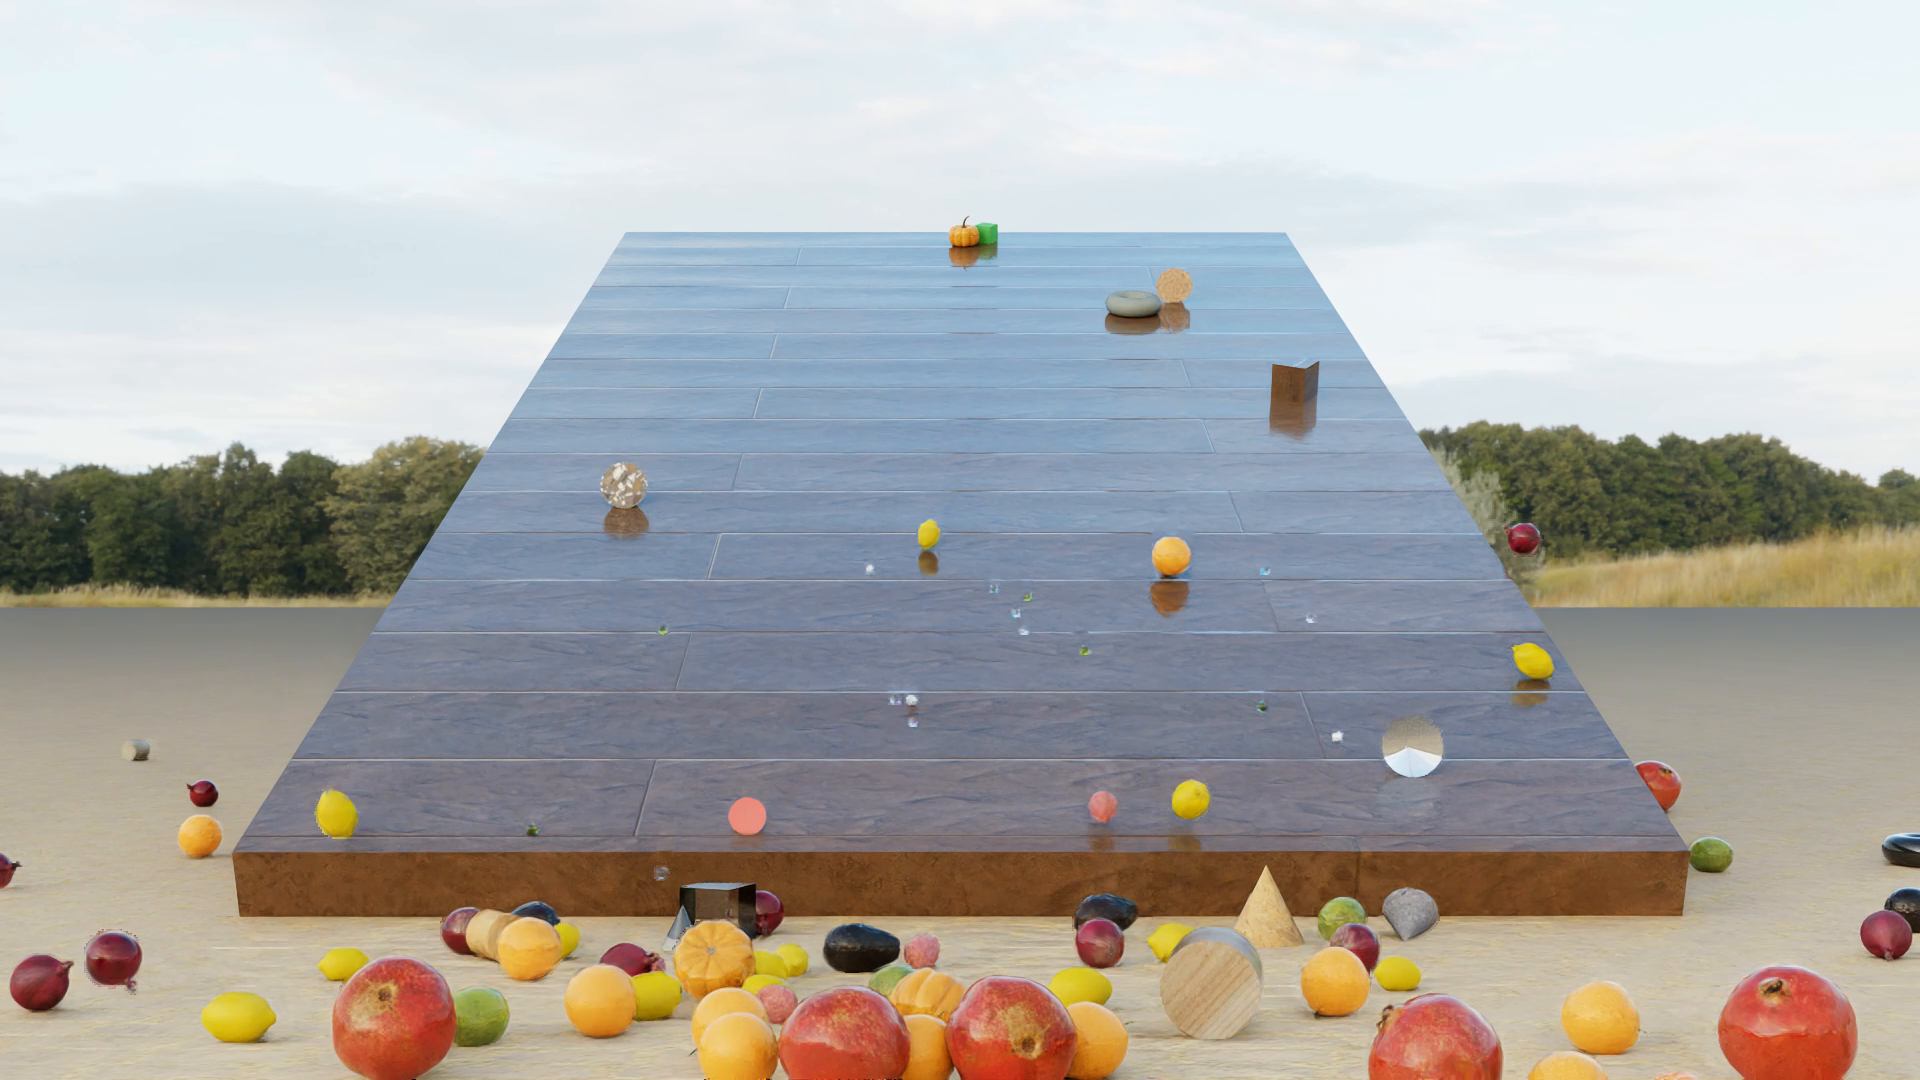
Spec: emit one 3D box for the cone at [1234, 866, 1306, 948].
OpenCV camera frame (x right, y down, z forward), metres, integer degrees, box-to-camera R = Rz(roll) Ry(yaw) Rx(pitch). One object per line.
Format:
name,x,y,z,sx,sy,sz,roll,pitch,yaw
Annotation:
cone,0.393,0.466,2.906,0.099,0.099,0.099,0,-2,0

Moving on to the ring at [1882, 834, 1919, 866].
ring,1.604,0.515,3.755,0.143,0.048,0.143,1,-2,0

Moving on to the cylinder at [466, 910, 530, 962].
cylinder,-0.564,0.483,2.765,0.058,0.058,0.058,1,-2,-38

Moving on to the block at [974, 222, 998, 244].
block,0.078,-0.912,6.734,0.051,0.051,0.051,12,23,29

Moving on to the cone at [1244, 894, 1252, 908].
cone,0.383,0.491,2.980,0.052,0.052,0.052,0,-2,0

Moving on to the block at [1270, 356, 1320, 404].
block,0.768,-0.368,5.189,0.081,0.081,0.081,12,23,29

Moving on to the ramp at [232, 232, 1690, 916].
ramp,-0.005,-0.206,5.004,2.000,0.100,4.000,0,20,0

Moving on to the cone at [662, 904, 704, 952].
cone,-0.350,0.487,2.856,0.055,0.055,0.055,0,-2,0

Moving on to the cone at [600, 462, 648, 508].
cone,-0.668,-0.102,4.507,0.091,0.091,0.091,0,-7,-8

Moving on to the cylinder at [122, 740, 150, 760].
cylinder,-2.267,0.579,6.230,0.052,0.052,0.052,-1,-2,25

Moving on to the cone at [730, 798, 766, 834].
cone,-0.299,0.388,3.180,0.052,0.052,0.052,0,-7,-8

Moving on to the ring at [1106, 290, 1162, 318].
ring,0.453,-0.618,5.926,0.147,0.049,0.147,1,19,0

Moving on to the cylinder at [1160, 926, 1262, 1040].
cylinder,0.257,0.450,2.304,0.099,0.099,0.099,0,-2,9

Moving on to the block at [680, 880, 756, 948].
block,-0.311,0.480,2.909,0.072,0.072,0.072,-1,-2,23

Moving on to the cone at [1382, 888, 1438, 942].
cone,0.579,0.500,2.930,0.071,0.071,0.071,0,25,18

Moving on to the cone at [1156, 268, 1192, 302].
cone,0.581,-0.673,6.086,0.095,0.095,0.095,0,-7,11
